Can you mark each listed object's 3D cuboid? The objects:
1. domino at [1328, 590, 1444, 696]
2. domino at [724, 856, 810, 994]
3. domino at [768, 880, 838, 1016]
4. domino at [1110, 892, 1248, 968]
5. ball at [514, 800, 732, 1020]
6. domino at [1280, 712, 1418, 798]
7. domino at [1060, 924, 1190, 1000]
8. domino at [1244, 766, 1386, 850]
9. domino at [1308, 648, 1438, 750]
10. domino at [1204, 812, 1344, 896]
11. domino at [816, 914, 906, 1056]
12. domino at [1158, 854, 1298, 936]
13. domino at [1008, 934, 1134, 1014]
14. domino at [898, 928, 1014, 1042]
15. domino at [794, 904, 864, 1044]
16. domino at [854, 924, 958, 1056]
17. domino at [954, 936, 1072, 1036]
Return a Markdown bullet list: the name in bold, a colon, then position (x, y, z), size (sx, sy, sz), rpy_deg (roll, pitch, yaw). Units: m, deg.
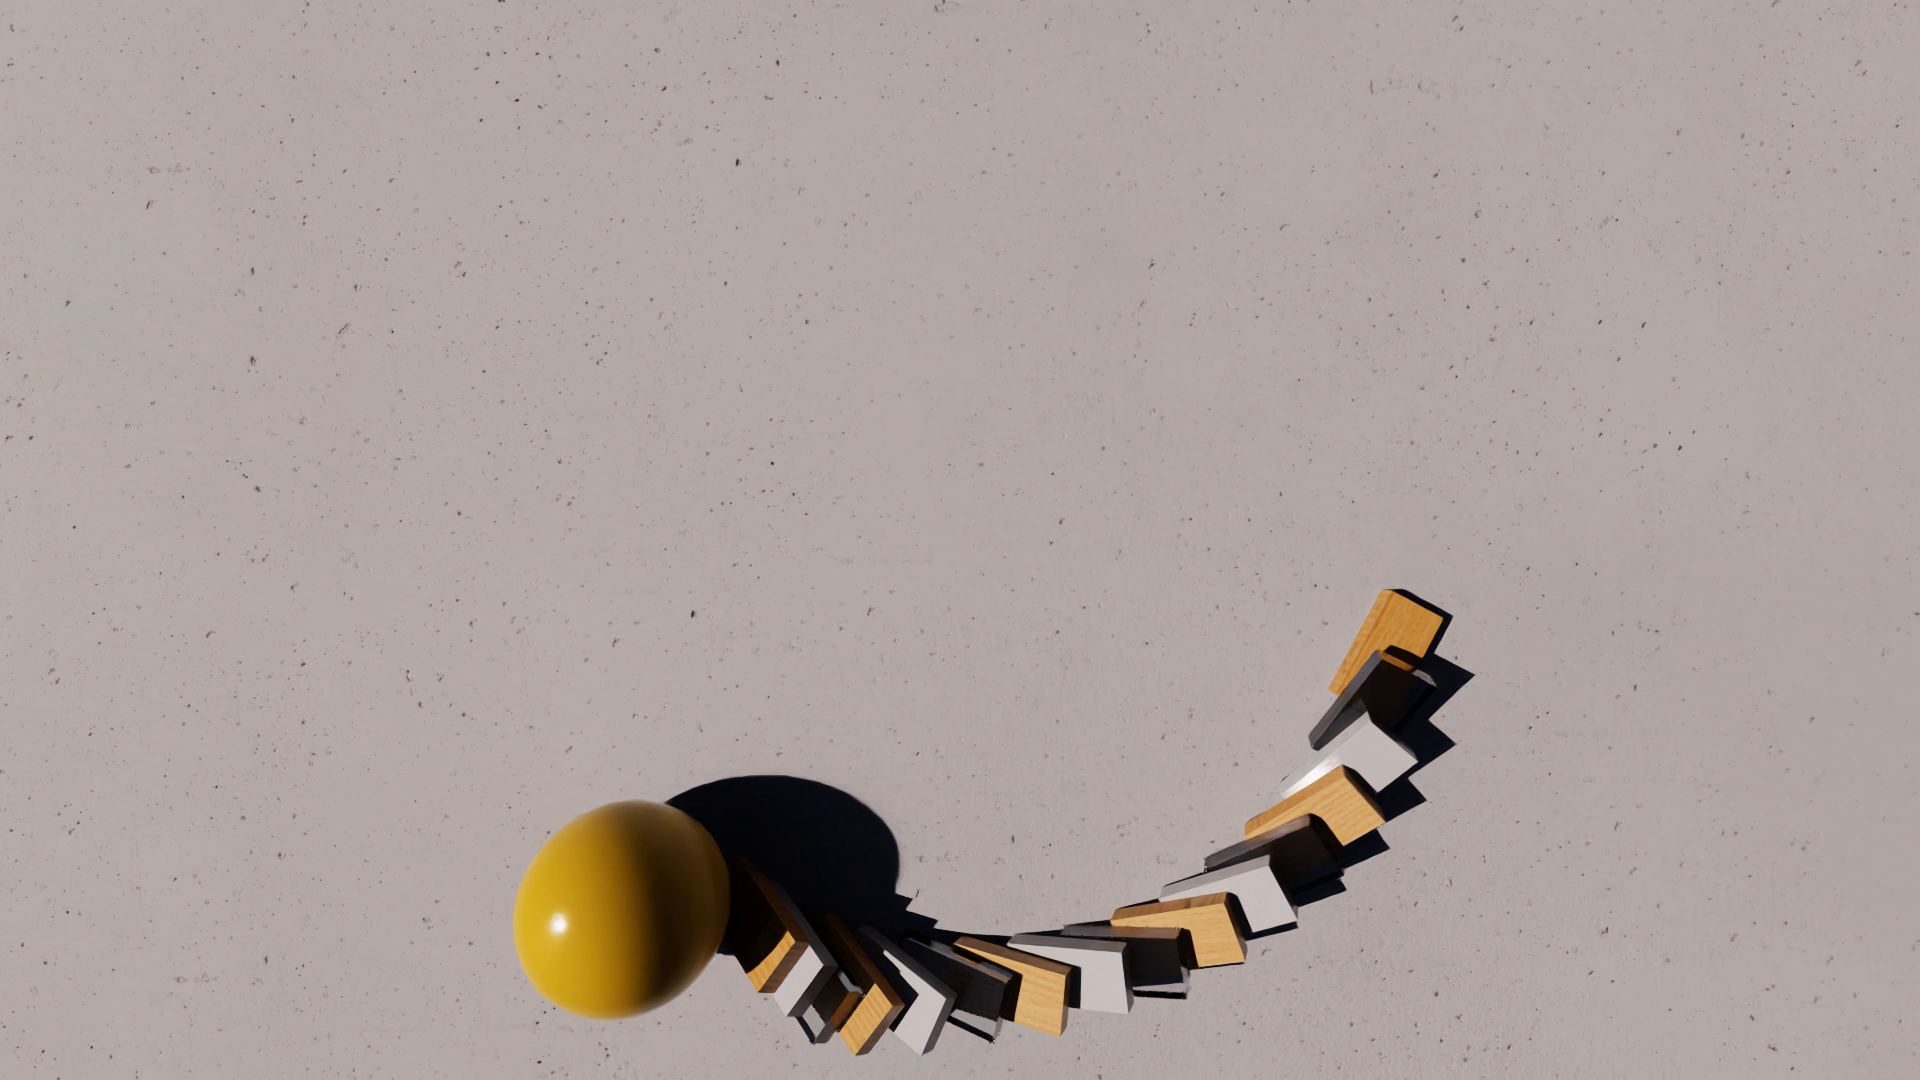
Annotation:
- **domino**: position (0.183, 0.049, 0.395), size (0.025, 0.009, 0.050), rpy_deg (28, 90, 0)
- **domino**: position (-0.085, 0.159, 0.380), size (0.050, 0.010, 0.025), rpy_deg (36, 90, 41)
- **domino**: position (-0.074, 0.168, 0.380), size (0.050, 0.010, 0.025), rpy_deg (36, 90, 41)
- **domino**: position (0.092, 0.166, 0.385), size (0.050, 0.010, 0.025), rpy_deg (-20, 90, 25)
- **ball**: position (-0.131, 0.144, 0.360), size (0.080, 0.080, 0.080), rpy_deg (0, 90, 0)
- **domino**: position (0.163, 0.098, 0.386), size (0.025, 0.009, 0.050), rpy_deg (40, 113, 0)
- **domino**: position (0.069, 0.177, 0.385), size (0.050, 0.009, 0.025), rpy_deg (-9, 90, 25)
- **domino**: position (0.148, 0.119, 0.386), size (0.050, 0.009, 0.025), rpy_deg (-42, 90, 24)
- **domino**: position (0.173, 0.073, 0.386), size (0.025, 0.010, 0.050), rpy_deg (27, 114, 0)
- **domino**: position (0.131, 0.137, 0.385), size (0.050, 0.009, 0.025), rpy_deg (-35, 90, 24)
- **domino**: position (-0.048, 0.184, 0.381), size (0.050, 0.009, 0.025), rpy_deg (38, 91, 37)
- **domino**: position (0.112, 0.153, 0.385), size (0.050, 0.009, 0.025), rpy_deg (-28, 90, 24)
- **domino**: position (0.046, 0.182, 0.385), size (0.050, 0.009, 0.025), rpy_deg (-7, 90, 25)
- **domino**: position (-0.005, 0.187, 0.386), size (0.050, 0.009, 0.025), rpy_deg (13, 90, 24)
- **domino**: position (-0.064, 0.179, 0.380), size (0.050, 0.009, 0.025), rpy_deg (36, 90, 41)
- **domino**: position (-0.027, 0.187, 0.383), size (0.050, 0.009, 0.025), rpy_deg (24, 90, 33)
- **domino**: position (0.021, 0.187, 0.385), size (0.050, 0.009, 0.025), rpy_deg (5, 90, 24)
